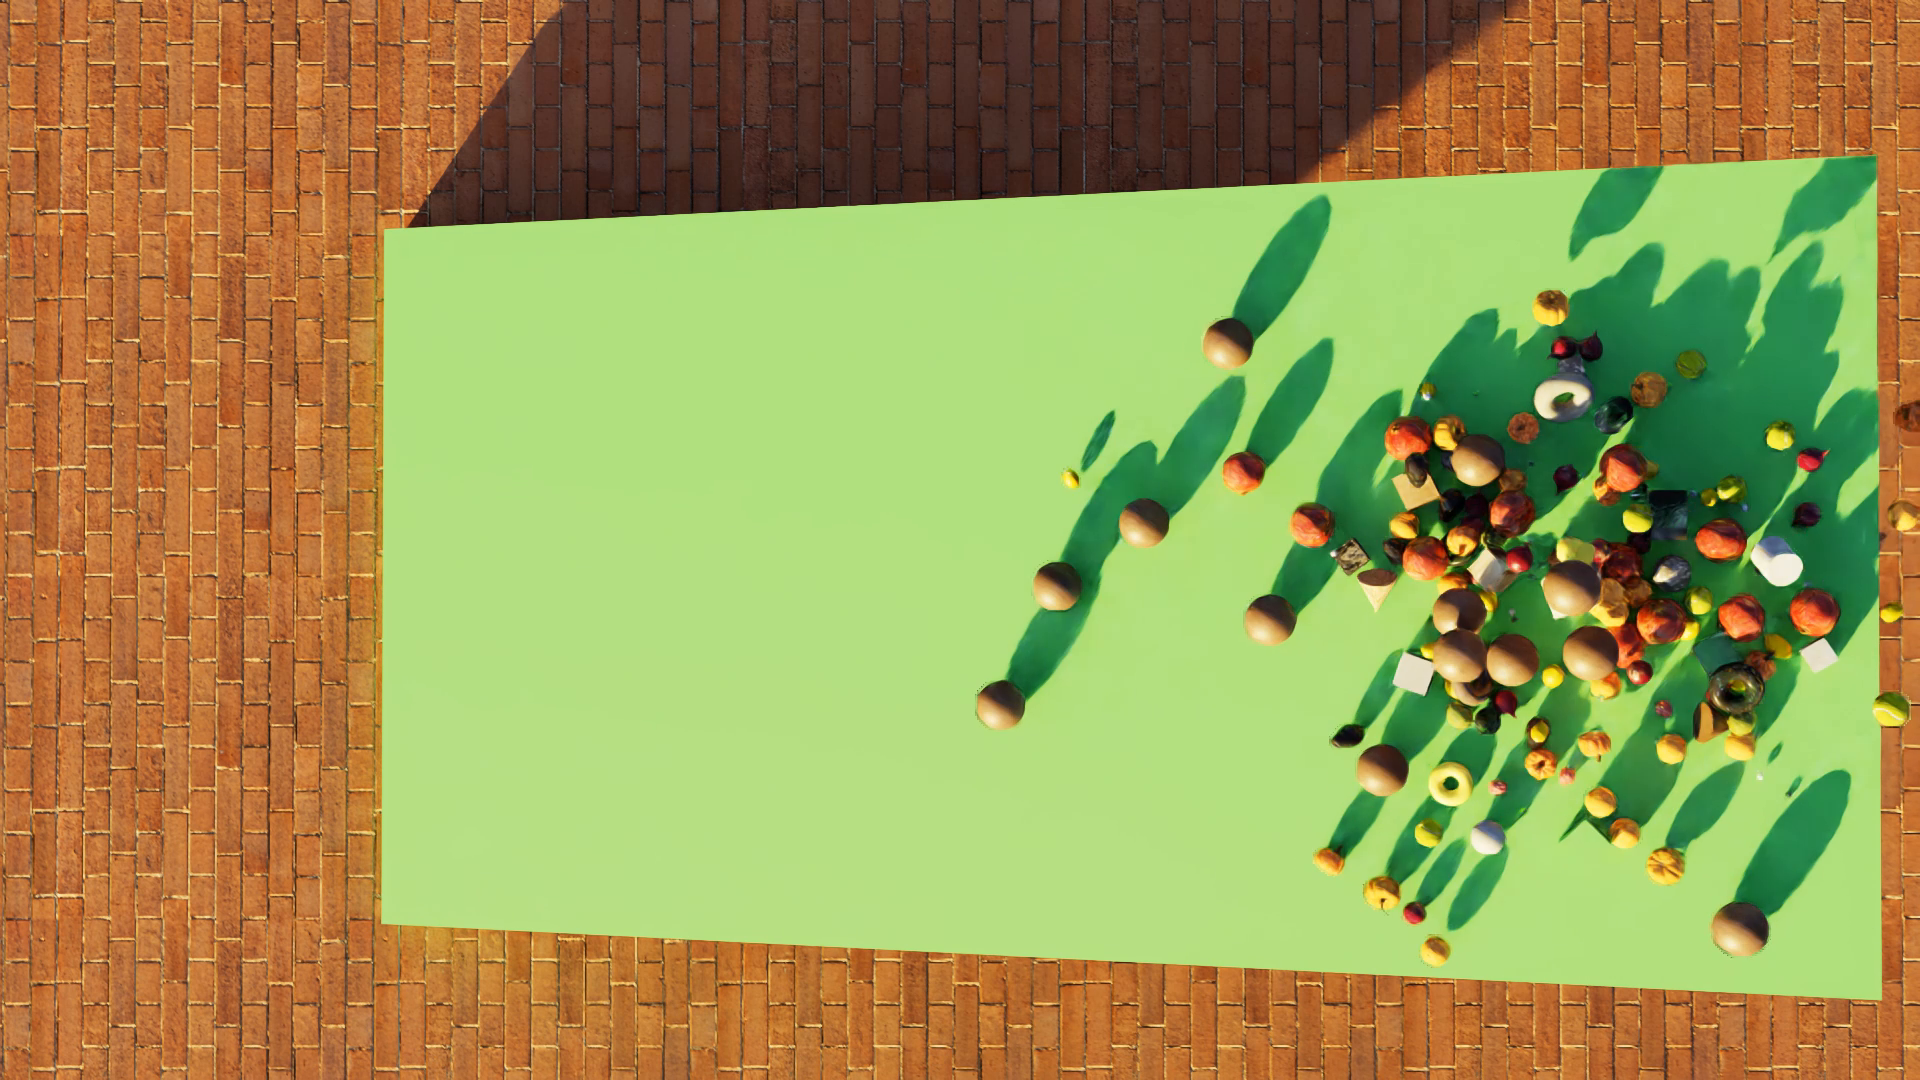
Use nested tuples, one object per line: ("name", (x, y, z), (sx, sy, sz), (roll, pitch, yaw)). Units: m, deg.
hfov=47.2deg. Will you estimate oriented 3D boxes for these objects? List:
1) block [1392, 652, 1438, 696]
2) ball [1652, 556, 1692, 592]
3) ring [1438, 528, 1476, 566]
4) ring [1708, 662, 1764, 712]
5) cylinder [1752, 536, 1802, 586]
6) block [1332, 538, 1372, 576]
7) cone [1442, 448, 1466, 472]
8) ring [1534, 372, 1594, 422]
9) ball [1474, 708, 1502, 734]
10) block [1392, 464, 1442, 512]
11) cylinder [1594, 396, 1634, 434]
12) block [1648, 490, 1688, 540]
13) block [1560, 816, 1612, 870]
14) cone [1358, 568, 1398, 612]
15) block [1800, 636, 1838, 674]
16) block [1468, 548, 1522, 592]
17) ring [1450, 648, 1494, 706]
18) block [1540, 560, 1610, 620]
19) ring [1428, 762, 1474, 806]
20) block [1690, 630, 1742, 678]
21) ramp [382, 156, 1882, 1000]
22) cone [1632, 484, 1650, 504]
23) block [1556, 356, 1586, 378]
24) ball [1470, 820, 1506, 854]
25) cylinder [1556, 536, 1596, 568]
("block", (1.132, 0.331, 5.464), (0.085, 0.085, 0.085), (20, 95, 16))
("ball", (1.714, 0.081, 5.293), (0.090, 0.090, 0.090), (0, 89, 0))
("ring", (1.232, 0.018, 5.447), (0.034, 0.102, 0.102), (28, 89, -41))
("ring", (1.836, 0.350, 5.201), (0.127, 0.042, 0.127), (4, 108, 14))
("cylinder", (1.921, 0.050, 5.173), (0.087, 0.087, 0.087), (-2, 117, -4))
("block", (0.982, 0.042, 5.521), (0.068, 0.068, 0.068), (-38, 79, 13))
("cone", (1.223, -0.201, 5.455), (0.063, 0.063, 0.063), (0, 89, 18))
("ring", (1.471, -0.347, 5.355), (0.146, 0.146, 0.049), (-1, 45, 0))
("ball", (1.301, 0.447, 5.422), (0.066, 0.066, 0.066), (0, 89, 0))
("block", (1.137, -0.129, 5.468), (0.087, 0.087, 0.087), (-26, 82, 14))
("cylinder", (1.585, -0.302, 5.331), (0.073, 0.073, 0.073), (17, 122, 29))
("block", (1.701, -0.060, 5.283), (0.087, 0.087, 0.087), (0, 122, 17))
("block", (1.520, 0.736, 5.342), (0.087, 0.087, 0.087), (-46, 78, 11))
("cone", (1.045, 0.139, 5.513), (0.099, 0.099, 0.099), (-4, 116, 0))
("block", (2.035, 0.272, 5.211), (0.062, 0.062, 0.062), (-33, 80, 13))
("block", (1.285, 0.073, 5.284), (0.074, 0.074, 0.074), (-54, 52, 29))
("ring", (1.258, 0.337, 5.408), (0.141, 0.047, 0.141), (7, 79, -37))
("block", (1.475, 0.120, 5.274), (0.099, 0.099, 0.099), (-12, 75, -18))
("ring", (1.220, 0.605, 5.459), (0.110, 0.037, 0.110), (0, 90, 17))
("block", (1.811, 0.273, 5.263), (0.085, 0.085, 0.085), (-32, 81, 15))
("ramp", (0.271, 0.095, 5.817), (4.000, 0.100, 2.000), (0, 89, 16))
("cone", (1.668, -0.102, 5.344), (0.050, 0.050, 0.050), (41, 89, -14))
("block", (1.497, -0.414, 5.381), (0.058, 0.058, 0.058), (-16, 85, 16))
("ball", (1.300, 0.732, 5.408), (0.085, 0.085, 0.085), (0, 89, 0))
("cylinder", (1.434, 0.029, 5.123), (0.062, 0.062, 0.062), (-9, 109, -27))
